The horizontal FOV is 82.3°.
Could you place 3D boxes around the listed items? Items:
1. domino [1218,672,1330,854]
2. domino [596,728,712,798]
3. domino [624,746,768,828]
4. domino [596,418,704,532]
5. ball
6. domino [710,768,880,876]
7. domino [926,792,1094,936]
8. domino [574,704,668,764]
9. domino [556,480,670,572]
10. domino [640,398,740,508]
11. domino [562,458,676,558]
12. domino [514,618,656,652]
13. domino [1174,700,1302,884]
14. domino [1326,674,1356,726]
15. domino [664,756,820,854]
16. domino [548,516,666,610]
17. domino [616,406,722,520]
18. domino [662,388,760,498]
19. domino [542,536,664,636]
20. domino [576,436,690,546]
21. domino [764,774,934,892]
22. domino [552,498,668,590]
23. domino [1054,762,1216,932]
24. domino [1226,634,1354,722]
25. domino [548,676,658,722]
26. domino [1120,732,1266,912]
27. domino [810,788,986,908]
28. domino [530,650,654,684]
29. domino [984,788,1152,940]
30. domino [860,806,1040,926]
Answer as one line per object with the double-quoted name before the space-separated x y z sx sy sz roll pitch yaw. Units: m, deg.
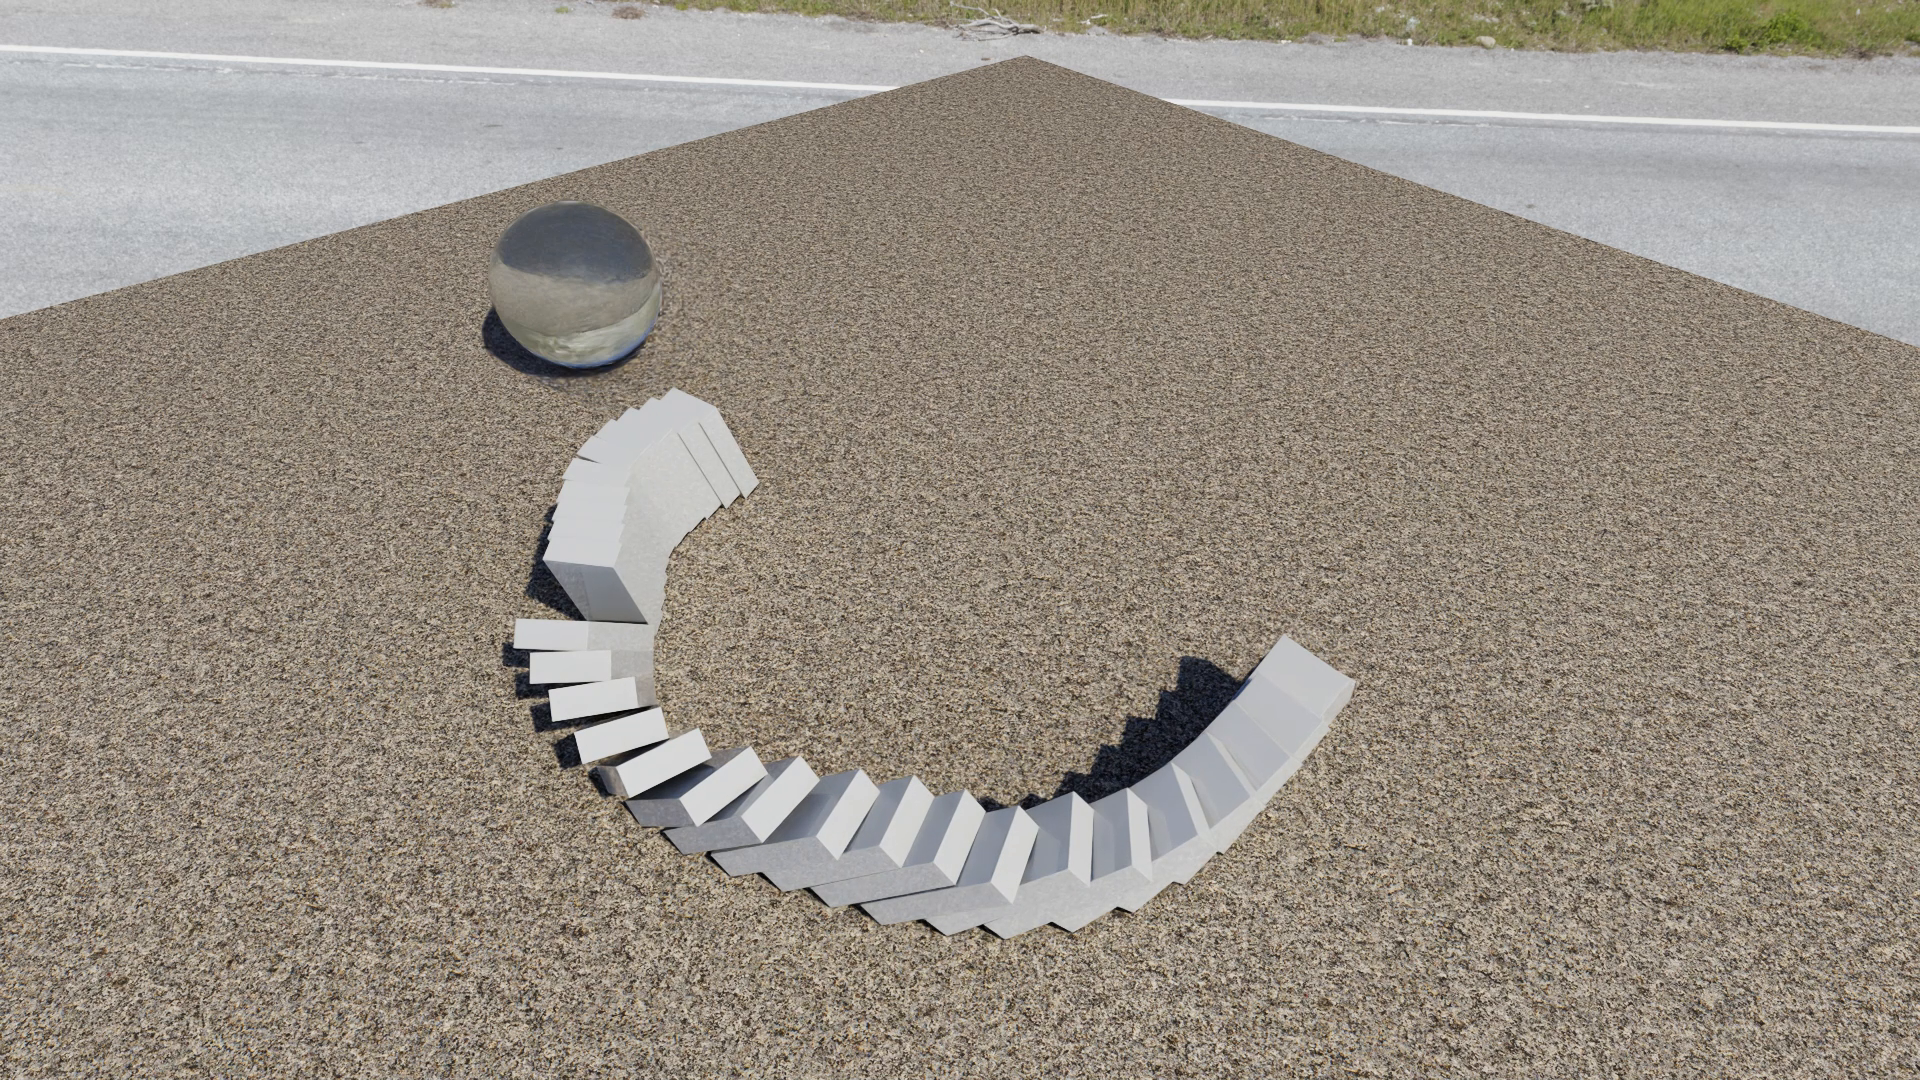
"domino" 0.087 0.068 0.338 0.050 0.010 0.025 -50 52 0
"domino" -0.094 0.068 0.335 0.025 0.010 0.050 -24 0 -26
"domino" -0.080 0.074 0.328 0.025 0.009 0.050 -35 8 -35
"domino" -0.124 -0.025 0.442 0.025 0.050 0.009 25 65 28
"ball" -0.188 -0.125 0.540 0.080 0.080 0.080 0 39 0
"domino" -0.048 0.083 0.320 0.050 0.009 0.025 -22 23 40
"domino" 0.014 0.091 0.308 0.050 0.010 0.025 -30 29 29
"domino" -0.106 0.060 0.345 0.025 0.009 0.050 -15 -3 -18
"domino" -0.130 -0.003 0.415 0.025 0.050 0.009 7 59 8
"domino" -0.112 -0.035 0.454 0.025 0.050 0.010 25 65 28
"domino" -0.131 -0.011 0.424 0.025 0.050 0.009 12 60 15
"domino" -0.127 0.033 0.376 0.025 0.010 0.050 2 -5 9
"domino" 0.074 0.075 0.328 0.050 0.010 0.025 -48 48 8
"domino" 0.110 0.059 0.372 0.025 0.009 0.050 29 48 31
"domino" -0.065 0.078 0.323 0.050 0.010 0.025 -24 16 48
"domino" -0.127 0.010 0.399 0.025 0.050 0.010 7 59 8
"domino" -0.118 -0.031 0.449 0.025 0.050 0.010 25 65 28
"domino" -0.105 -0.040 0.460 0.025 0.050 0.010 25 65 28
"domino" -0.126 0.017 0.390 0.025 0.050 0.010 6 58 7
"domino" -0.128 -0.019 0.434 0.025 0.050 0.010 21 63 24
"domino" -0.033 0.085 0.317 0.050 0.009 0.025 -24 24 37
"domino" -0.128 0.004 0.407 0.025 0.050 0.010 7 59 8
"domino" 0.046 0.087 0.313 0.050 0.010 0.025 -38 36 19
"domino" 0.098 0.058 0.350 0.025 0.009 0.050 38 89 32
"domino" -0.114 0.051 0.355 0.025 0.050 0.010 -8 84 -10
"domino" 0.061 0.082 0.319 0.050 0.010 0.025 -43 42 13
"domino" -0.018 0.088 0.313 0.050 0.010 0.025 -24 24 37
"domino" -0.121 0.042 0.366 0.025 0.050 0.009 -2 84 -1
"domino" 0.030 0.091 0.308 0.050 0.010 0.025 -31 31 27
"domino" -0.003 0.092 0.308 0.050 0.010 0.025 -24 26 37
